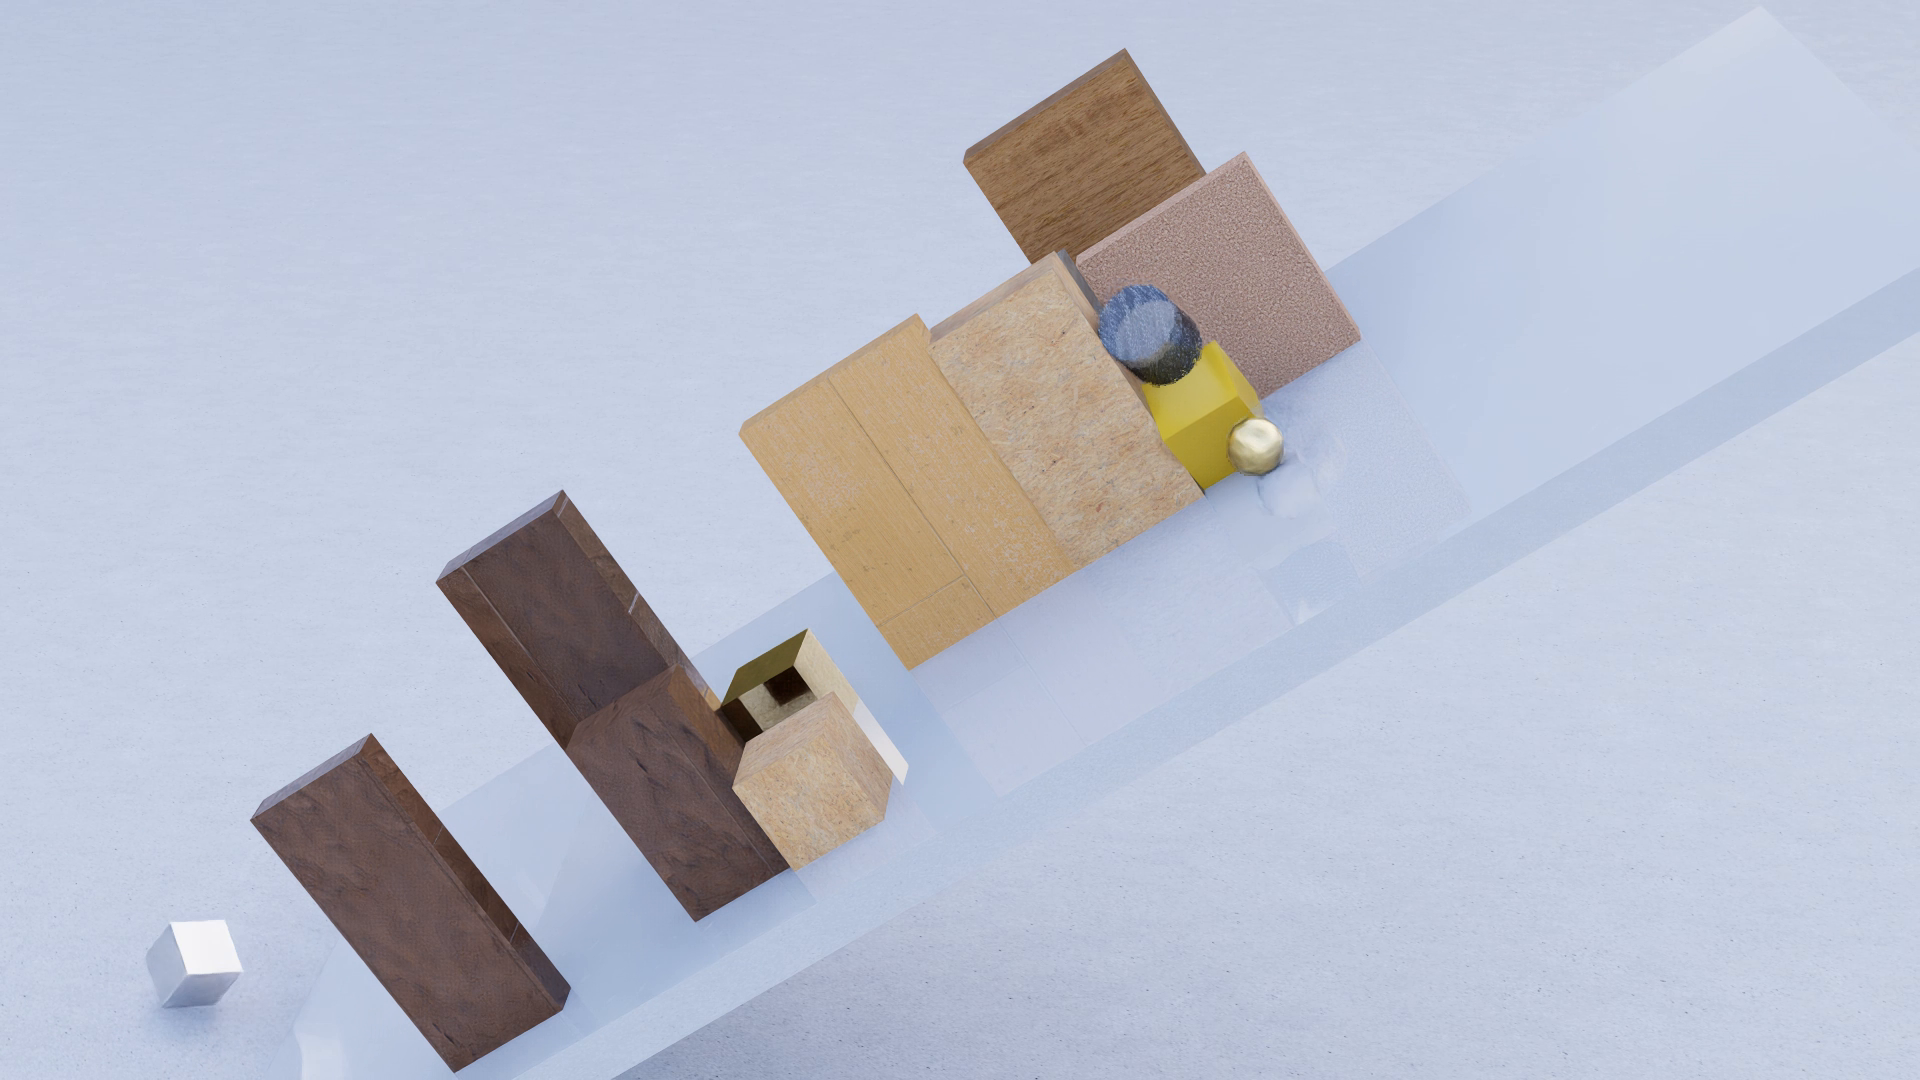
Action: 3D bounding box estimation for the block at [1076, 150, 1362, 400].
[{"bbox_3d":[0.564,-0.529,6.415,0.431,0.474,0.085,-31,16,14],"label":"block"}]

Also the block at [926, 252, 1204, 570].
[{"bbox_3d":[0.223,-0.268,6.147,0.311,0.579,0.143,-31,16,14],"label":"block"}]

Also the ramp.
[{"bbox_3d":[0.138,0.171,6.298,4.000,0.100,2.000,-31,16,14],"label":"ramp"}]

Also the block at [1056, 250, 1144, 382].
[{"bbox_3d":[0.196,-0.357,6.706,0.394,0.460,0.129,-31,16,14],"label":"block"}]

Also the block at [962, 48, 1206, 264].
[{"bbox_3d":[0.393,-0.733,6.944,0.447,0.711,0.127,-31,16,14],"label":"block"}]

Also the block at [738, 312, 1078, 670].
[{"bbox_3d":[-0.100,-0.096,6.206,0.444,0.635,0.084,-31,16,14],"label":"block"}]

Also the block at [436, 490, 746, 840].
[{"bbox_3d":[-0.737,0.292,6.146,0.300,0.761,0.119,-31,16,14],"label":"block"}]

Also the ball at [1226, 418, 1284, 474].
[{"bbox_3d":[0.603,-0.192,5.994,0.117,0.117,0.117,0,21,0],"label":"ball"}]

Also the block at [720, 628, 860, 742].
[{"bbox_3d":[-0.362,0.346,6.273,0.192,0.192,0.192,-30,16,18],"label":"block"}]

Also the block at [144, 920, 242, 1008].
[{"bbox_3d":[-1.827,1.010,7.009,0.146,0.146,0.146,4,47,-45],"label":"block"}]

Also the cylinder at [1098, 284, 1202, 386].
[{"bbox_3d":[0.393,-0.422,6.068,0.164,0.164,0.164,11,-10,27],"label":"cylinder"}]

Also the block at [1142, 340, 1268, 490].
[{"bbox_3d":[0.521,-0.260,6.133,0.181,0.181,0.181,-31,43,14],"label":"block"}]

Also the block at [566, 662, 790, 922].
[{"bbox_3d":[-0.533,0.493,5.729,0.244,0.432,0.133,-31,16,14],"label":"block"}]

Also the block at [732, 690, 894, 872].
[{"bbox_3d":[-0.283,0.466,5.705,0.210,0.210,0.210,-31,16,14],"label":"block"}]

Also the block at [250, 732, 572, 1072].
[{"bbox_3d":[-1.073,0.717,5.771,0.271,0.657,0.092,-31,16,14],"label":"block"}]
